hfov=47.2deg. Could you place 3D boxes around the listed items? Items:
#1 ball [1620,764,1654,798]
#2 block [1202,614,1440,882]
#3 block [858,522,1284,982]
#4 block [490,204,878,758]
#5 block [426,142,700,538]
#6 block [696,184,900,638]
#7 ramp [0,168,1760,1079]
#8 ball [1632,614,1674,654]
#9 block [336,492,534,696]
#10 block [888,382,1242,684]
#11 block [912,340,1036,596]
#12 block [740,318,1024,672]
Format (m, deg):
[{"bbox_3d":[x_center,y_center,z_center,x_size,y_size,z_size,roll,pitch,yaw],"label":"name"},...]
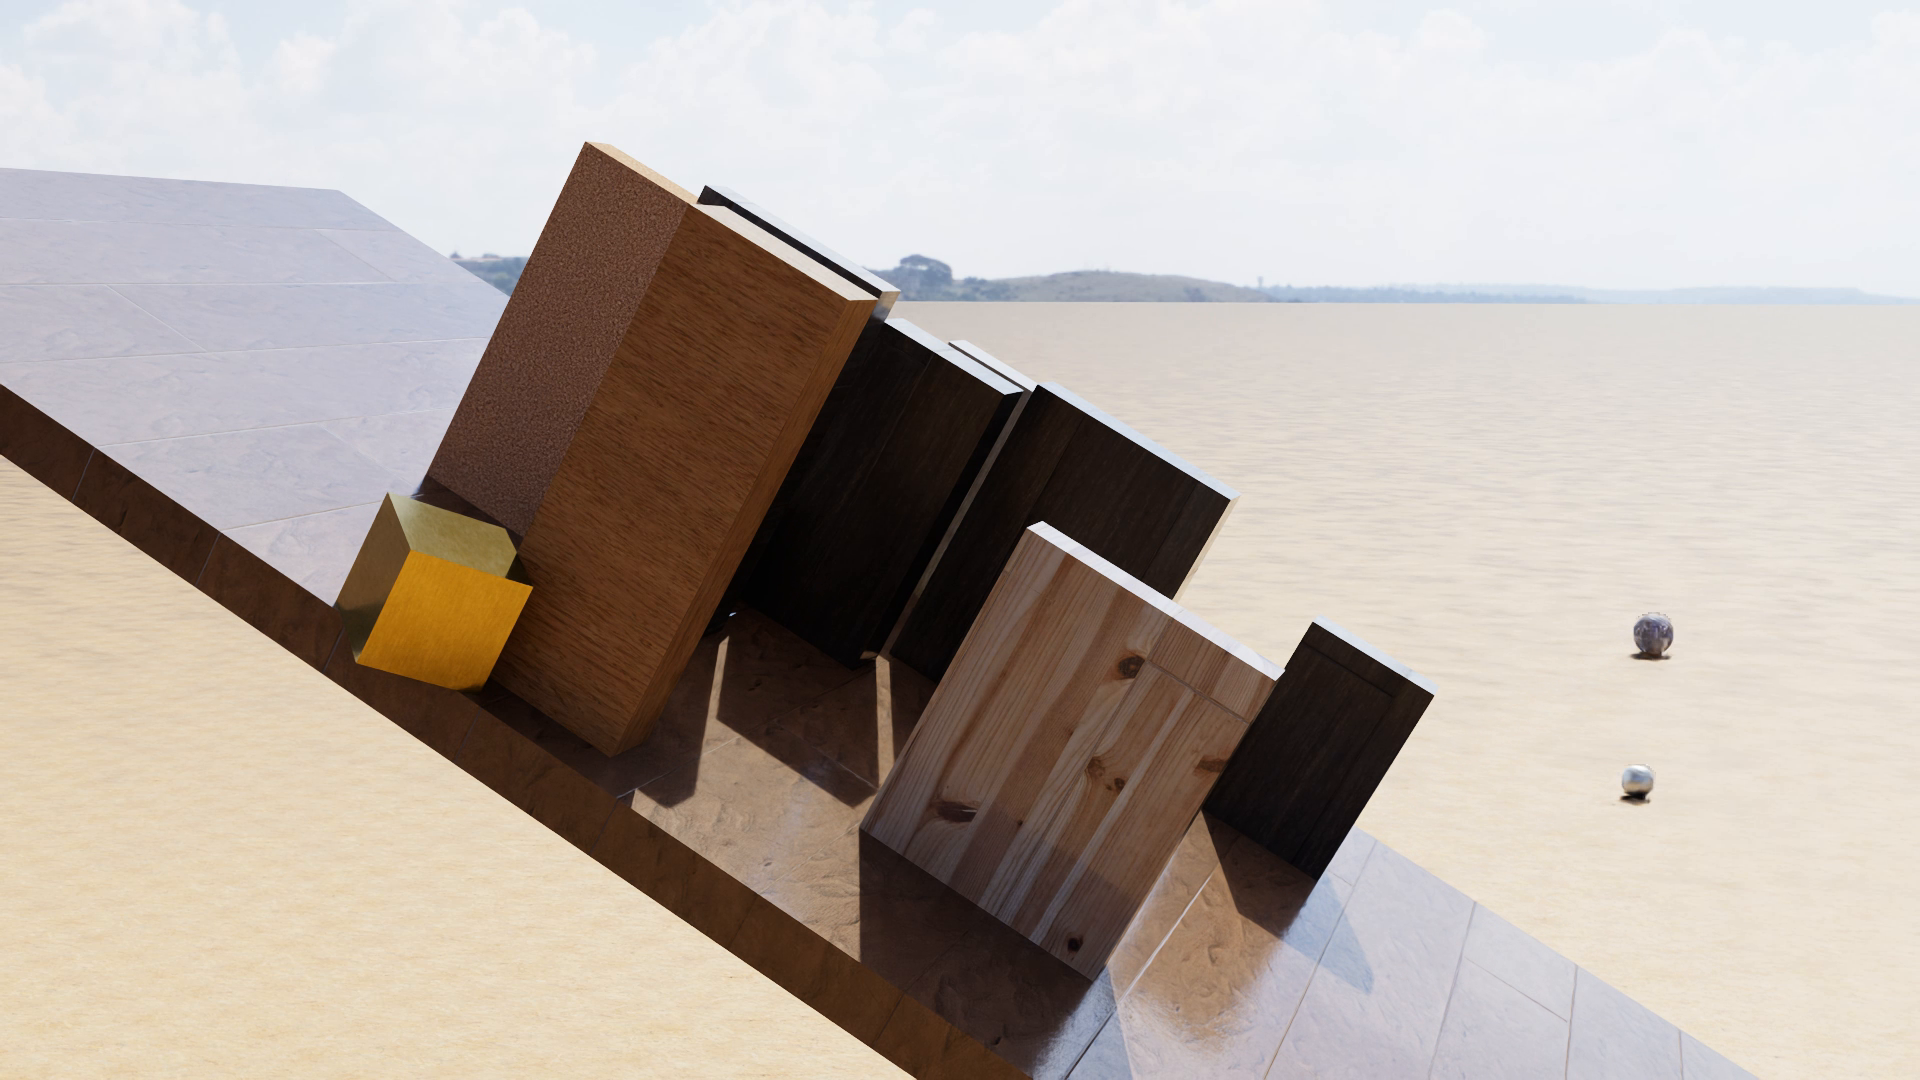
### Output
[{"bbox_3d":[2.404,0.856,7.802,0.115,0.115,0.115,0,7,0],"label":"ball"},{"bbox_3d":[0.724,0.417,4.435,0.277,0.450,0.104,32,15,11],"label":"block"},{"bbox_3d":[0.169,0.330,3.451,0.444,0.565,0.093,32,15,11],"label":"block"},{"bbox_3d":[-0.437,-0.085,3.283,0.278,0.783,0.127,32,15,11],"label":"block"},{"bbox_3d":[-0.642,-0.317,3.908,0.365,0.675,0.097,32,15,11],"label":"block"},{"bbox_3d":[-0.439,-0.226,3.915,0.374,0.708,0.097,32,15,11],"label":"block"},{"bbox_3d":[-0.195,0.322,4.133,4.000,0.100,2.000,32,15,11],"label":"ramp"},{"bbox_3d":[3.393,0.461,10.758,0.195,0.195,0.195,0,7,0],"label":"ball"},{"bbox_3d":[-0.781,0.080,3.260,0.192,0.192,0.192,20,17,-32],"label":"block"},{"bbox_3d":[0.201,0.068,4.302,0.433,0.618,0.117,32,15,11],"label":"block"},{"bbox_3d":[0.001,-0.133,4.811,0.309,0.519,0.116,32,15,11],"label":"block"},{"bbox_3d":[-0.156,-0.087,4.181,0.275,0.607,0.132,32,15,11],"label":"block"}]
